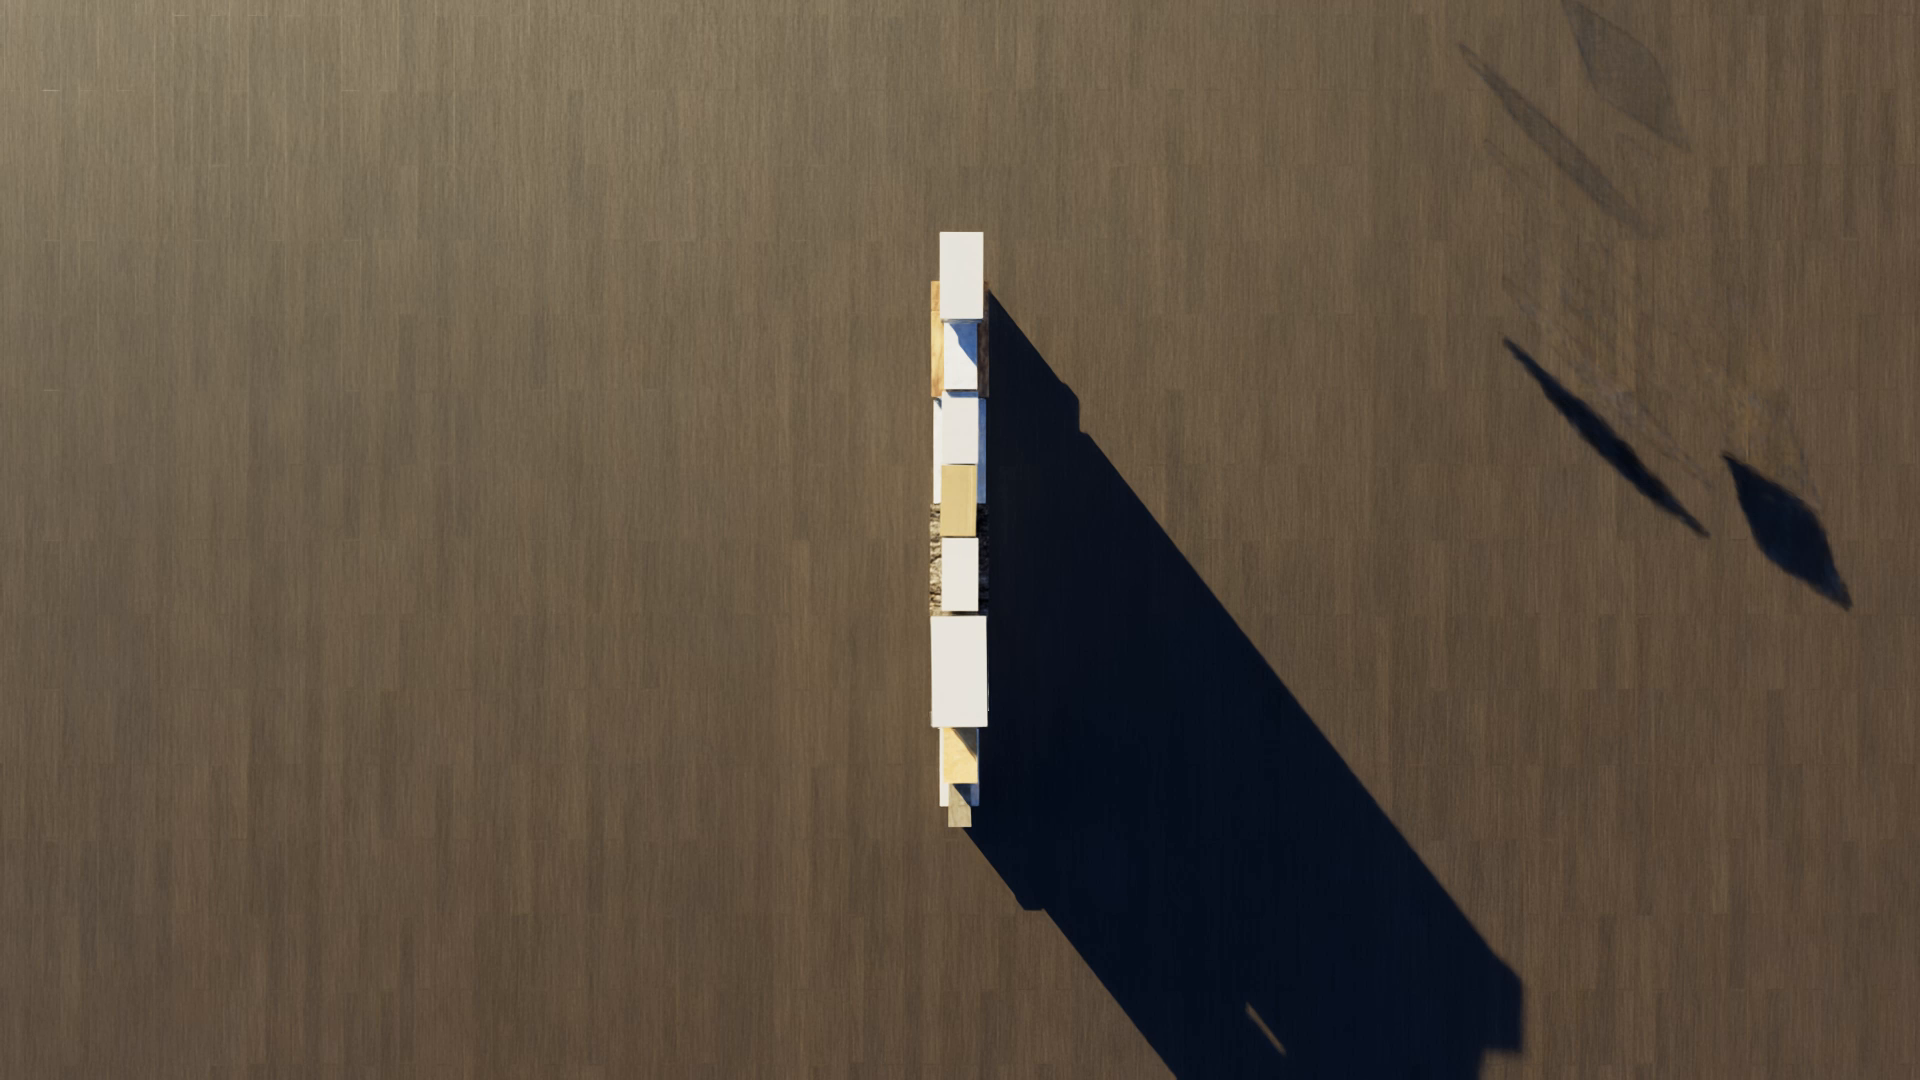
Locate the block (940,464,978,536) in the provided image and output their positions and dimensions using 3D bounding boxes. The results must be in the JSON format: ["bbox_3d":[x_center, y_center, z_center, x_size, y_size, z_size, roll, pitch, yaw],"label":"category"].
[{"bbox_3d":[-0.005,-0.110,4.607,0.100,0.028,0.200,1,90,0],"label":"block"}]

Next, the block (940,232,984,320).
[{"bbox_3d":[0.004,-0.725,4.535,0.118,0.033,0.236,0,90,0],"label":"block"}]

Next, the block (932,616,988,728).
[{"bbox_3d":[-0.002,0.358,4.502,0.149,0.042,0.299,-1,90,1],"label":"block"}]

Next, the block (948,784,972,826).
[{"bbox_3d":[0.000,0.776,4.855,0.067,0.019,0.133,0,90,0],"label":"block"}]

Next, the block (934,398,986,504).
[{"bbox_3d":[0.000,-0.260,4.842,0.153,0.043,0.305,0,90,0],"label":"block"}]

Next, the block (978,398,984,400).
[{"bbox_3d":[0.003,-0.427,5.190,0.145,0.041,0.290,0,90,0],"label":"block"}]

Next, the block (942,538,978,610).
[{"bbox_3d":[0.000,0.096,4.605,0.101,0.029,0.203,0,90,0],"label":"block"}]

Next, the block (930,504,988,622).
[{"bbox_3d":[-0.002,0.067,4.846,0.171,0.049,0.343,0,90,0],"label":"block"}]

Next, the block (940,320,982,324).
[{"bbox_3d":[0.004,-0.646,4.670,0.118,0.236,0.033,0,90,0],"label":"block"}]

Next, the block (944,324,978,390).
[{"bbox_3d":[0.002,-0.511,4.592,0.091,0.026,0.183,0,90,0],"label":"block"}]

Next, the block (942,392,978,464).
[{"bbox_3d":[0.000,-0.314,4.605,0.101,0.029,0.202,0,90,0],"label":"block"}]

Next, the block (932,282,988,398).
[{"bbox_3d":[0.000,-0.584,4.812,0.167,0.047,0.334,0,90,0],"label":"block"}]

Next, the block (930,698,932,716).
[{"bbox_3d":[-0.004,0.457,4.768,0.149,0.489,0.042,-1,90,1],"label":"block"}]

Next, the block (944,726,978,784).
[{"bbox_3d":[0.001,0.605,4.787,0.098,0.028,0.196,0,90,0],"label":"block"}]

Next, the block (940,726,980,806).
[{"bbox_3d":[-0.002,0.688,5.014,0.118,0.034,0.237,0,90,0],"label":"block"}]
